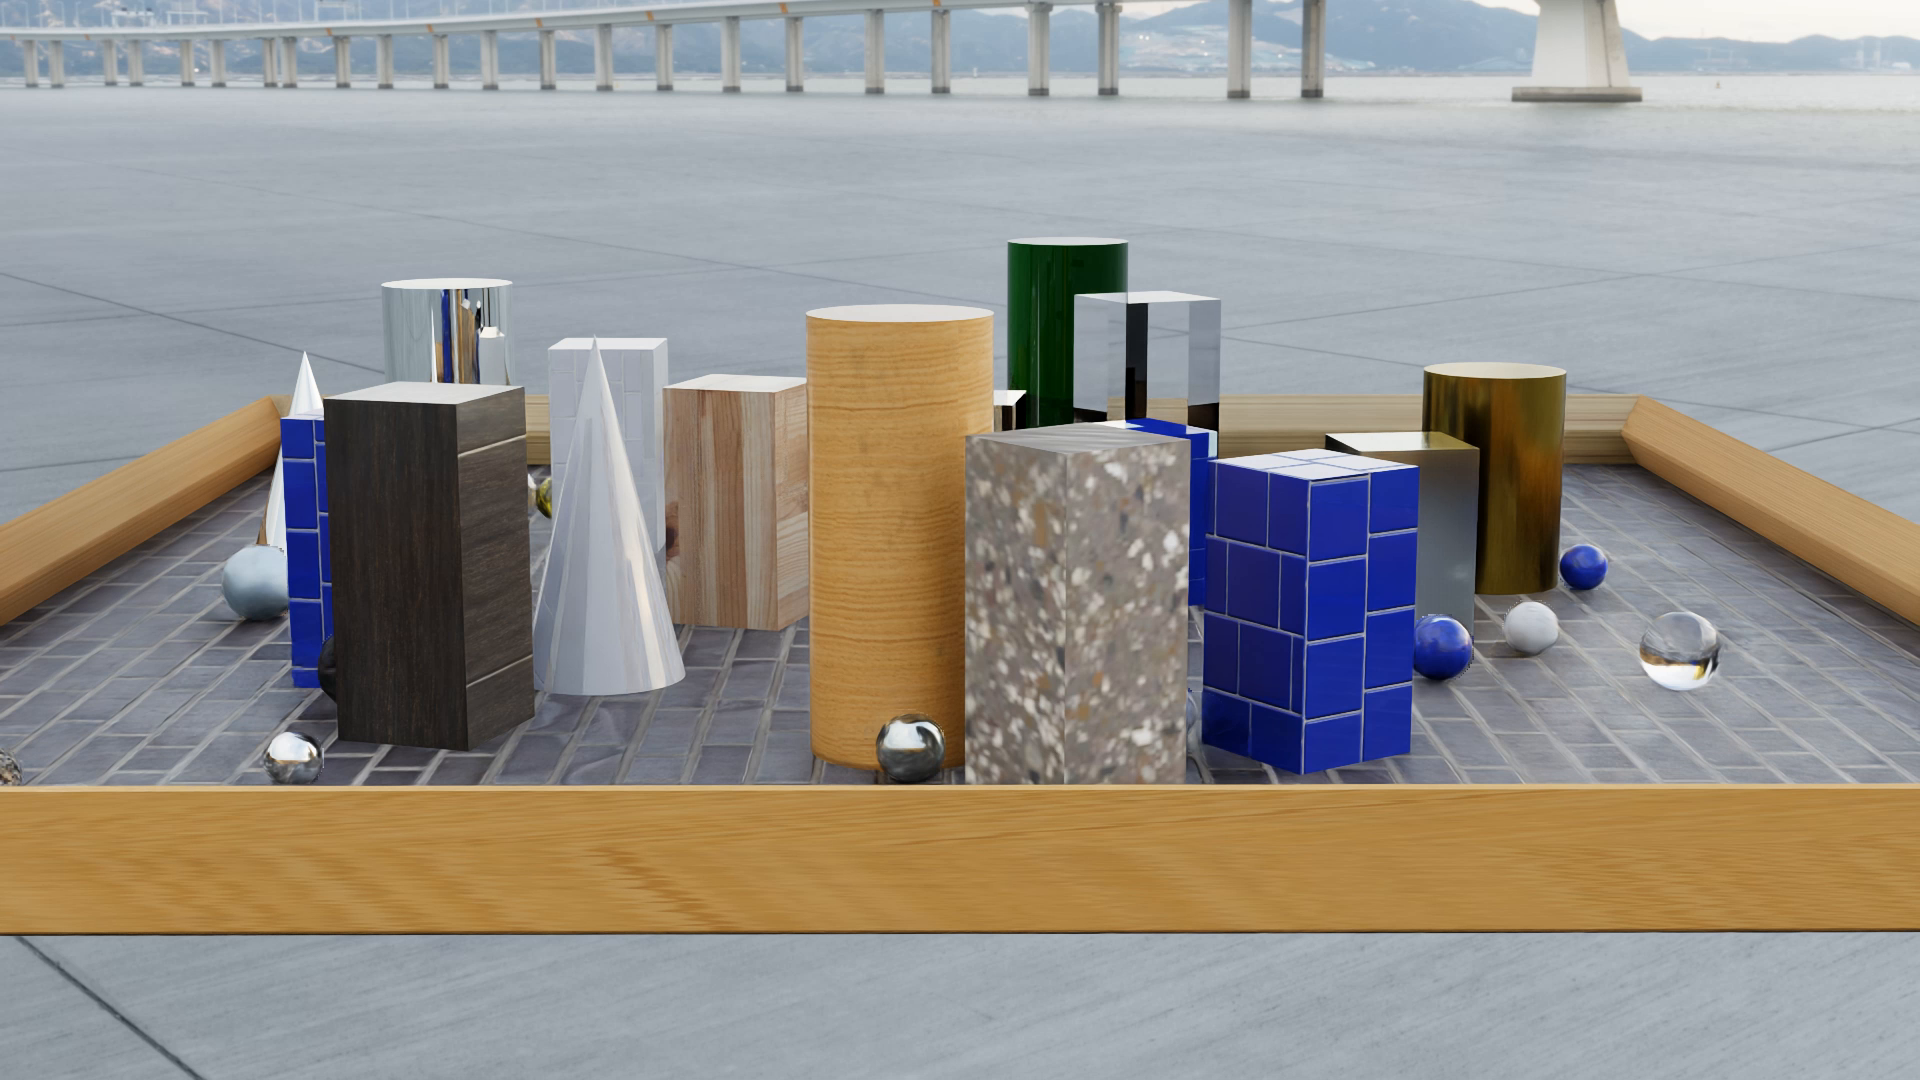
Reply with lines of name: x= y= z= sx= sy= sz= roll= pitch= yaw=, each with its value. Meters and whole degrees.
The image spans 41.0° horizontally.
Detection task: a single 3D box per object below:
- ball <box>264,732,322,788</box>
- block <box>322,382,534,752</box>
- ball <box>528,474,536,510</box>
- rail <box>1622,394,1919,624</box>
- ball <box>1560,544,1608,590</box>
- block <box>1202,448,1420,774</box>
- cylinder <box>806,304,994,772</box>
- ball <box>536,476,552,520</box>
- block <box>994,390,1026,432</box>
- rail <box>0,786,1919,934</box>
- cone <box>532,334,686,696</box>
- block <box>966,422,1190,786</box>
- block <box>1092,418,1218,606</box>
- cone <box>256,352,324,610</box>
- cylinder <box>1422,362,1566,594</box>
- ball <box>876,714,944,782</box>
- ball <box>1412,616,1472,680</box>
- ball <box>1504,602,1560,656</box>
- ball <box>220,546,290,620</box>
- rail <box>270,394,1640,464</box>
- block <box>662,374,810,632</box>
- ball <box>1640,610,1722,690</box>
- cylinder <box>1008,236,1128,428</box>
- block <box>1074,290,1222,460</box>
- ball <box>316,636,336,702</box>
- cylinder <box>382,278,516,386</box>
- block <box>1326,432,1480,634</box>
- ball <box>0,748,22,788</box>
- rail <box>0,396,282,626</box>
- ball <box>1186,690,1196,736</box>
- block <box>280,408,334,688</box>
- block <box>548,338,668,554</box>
ball: x=-0.681 y=0.224 z=2.618 sx=0.058 sy=0.058 sz=0.058 roll=0 pitch=10 yaw=0
block: x=-0.580 y=0.024 z=2.821 sx=0.158 sy=0.376 sz=0.158 roll=3 pitch=11 yaw=17
ball: x=-0.731 y=-0.077 z=4.180 sx=0.081 sy=0.081 sz=0.081 roll=0 pitch=10 yaw=0
rail: x=1.240 y=0.032 z=3.456 sx=0.045 sy=0.128 sz=2.609 roll=0 pitch=10 yaw=0
ball: x=0.875 y=0.038 z=3.600 sx=0.065 sy=0.065 sz=0.065 roll=0 pitch=10 yaw=0
block: x=0.373 y=0.072 z=2.746 sx=0.158 sy=0.310 sz=0.158 roll=-7 pitch=13 yaw=-34
cylinder: x=-0.063 y=-0.007 z=2.733 sx=0.197 sy=0.470 sz=0.197 roll=0 pitch=10 yaw=0
ball: x=-0.652 y=-0.068 z=4.155 sx=0.071 sy=0.071 sz=0.071 roll=0 pitch=10 yaw=0
block: x=0.004 y=-0.062 z=3.566 sx=0.158 sy=0.275 sz=0.158 roll=1 pitch=11 yaw=8
rail: x=0.007 y=0.266 z=2.190 sx=2.527 sy=0.128 sz=0.045 roll=0 pitch=10 yaw=0
cone: x=-0.431 y=-0.040 z=3.062 sx=0.197 sy=0.415 sz=0.197 roll=0 pitch=10 yaw=0
block: x=0.116 y=0.078 z=2.567 sx=0.158 sy=0.364 sz=0.158 roll=-8 pitch=13 yaw=-37
block: x=0.240 y=-0.035 z=3.525 sx=0.158 sy=0.237 sz=0.158 roll=-6 pitch=12 yaw=-31
cone: x=-0.897 y=-0.091 z=3.541 sx=0.197 sy=0.341 sz=0.197 roll=0 pitch=10 yaw=0
cylinder: x=0.753 y=-0.091 z=3.642 sx=0.197 sy=0.303 sz=0.197 roll=0 pitch=10 yaw=0
ball: x=-0.051 y=0.214 z=2.637 sx=0.071 sy=0.071 sz=0.071 roll=0 pitch=10 yaw=0
ball: x=0.574 y=0.129 z=3.074 sx=0.078 sy=0.078 sz=0.078 roll=0 pitch=10 yaw=0
ball: x=0.714 y=0.110 z=3.205 sx=0.067 sy=0.067 sz=0.067 roll=0 pitch=10 yaw=0
ball: x=-0.931 y=0.057 z=3.408 sx=0.098 sy=0.098 sz=0.098 roll=0 pitch=10 yaw=0
rail: x=-0.007 y=-0.200 z=4.708 sx=2.527 sy=0.128 sz=0.045 roll=0 pitch=10 yaw=0
block: x=-0.287 y=-0.053 z=3.414 sx=0.158 sy=0.313 sz=0.158 roll=3 pitch=11 yaw=18
ball: x=0.849 y=0.131 z=3.022 sx=0.094 sy=0.094 sz=0.094 roll=0 pitch=10 yaw=0
cylinder: x=0.176 y=-0.268 z=4.214 sx=0.197 sy=0.444 sz=0.197 roll=0 pitch=10 yaw=0
block: x=0.275 y=-0.166 z=3.808 sx=0.158 sy=0.390 sz=0.158 roll=-5 pitch=12 yaw=-25
ball: x=-0.690 y=0.147 z=2.941 sx=0.091 sy=0.091 sz=0.091 roll=0 pitch=10 yaw=0
cylinder: x=-0.787 y=-0.199 z=3.972 sx=0.197 sy=0.396 sz=0.197 roll=0 pitch=10 yaw=0
block: x=0.575 y=-0.009 z=3.366 sx=0.158 sy=0.243 sz=0.158 roll=-2 pitch=11 yaw=-8
ball: x=-0.964 y=0.235 z=2.549 sx=0.060 sy=0.060 sz=0.060 roll=0 pitch=10 yaw=0
rail: x=-1.240 y=0.034 z=3.442 sx=0.045 sy=0.128 sz=2.609 roll=0 pitch=10 yaw=0
ball: x=0.224 y=0.188 z=2.787 sx=0.067 sy=0.067 sz=0.067 roll=0 pitch=10 yaw=0
block: x=-0.695 y=0.006 z=3.072 sx=0.158 sy=0.321 sz=0.158 roll=3 pitch=11 yaw=14
block: x=-0.534 y=-0.146 z=3.926 sx=0.158 sy=0.309 sz=0.158 roll=0 pitch=10 yaw=1
